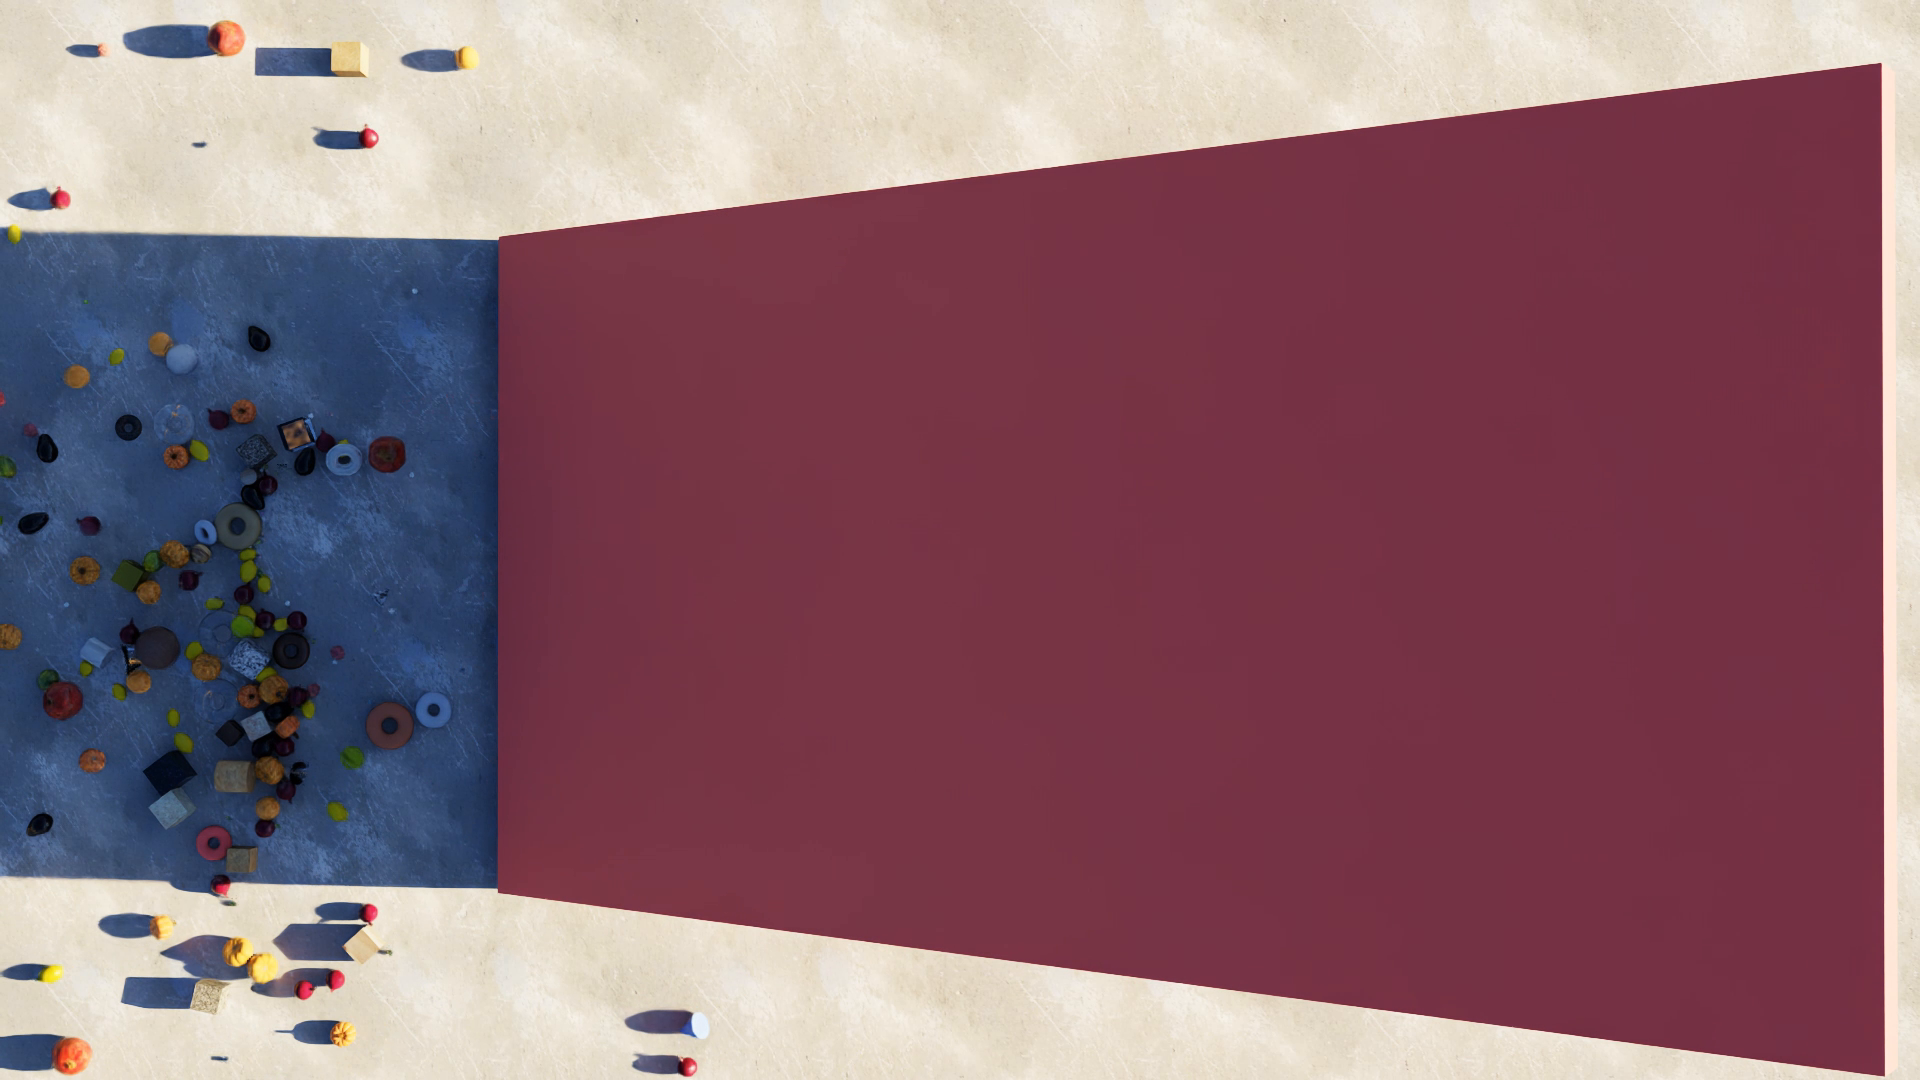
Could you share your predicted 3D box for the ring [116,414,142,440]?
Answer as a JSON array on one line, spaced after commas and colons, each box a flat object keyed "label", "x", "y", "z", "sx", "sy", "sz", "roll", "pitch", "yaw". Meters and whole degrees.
[{"label": "ring", "x": -2.559, "y": -0.346, "z": 6.769, "sx": 0.081, "sy": 0.027, "sz": 0.081, "roll": 0, "pitch": 88, "yaw": 0}]

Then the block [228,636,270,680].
[{"label": "block", "x": -2.173, "y": 0.361, "z": 6.720, "sx": 0.083, "sy": 0.083, "sz": 0.083, "roll": 40, "pitch": 90, "yaw": -31}]

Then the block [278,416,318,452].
[{"label": "block", "x": -2.030, "y": -0.323, "z": 6.741, "sx": 0.082, "sy": 0.082, "sz": 0.082, "roll": -20, "pitch": 90, "yaw": 0}]

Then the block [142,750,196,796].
[{"label": "block", "x": -2.416, "y": 0.712, "z": 6.726, "sx": 0.096, "sy": 0.096, "sz": 0.096, "roll": -37, "pitch": 90, "yaw": 0}]

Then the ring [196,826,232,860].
[{"label": "ring", "x": -2.291, "y": 0.931, "z": 6.755, "sx": 0.110, "sy": 0.037, "sz": 0.110, "roll": 0, "pitch": 91, "yaw": 0}]

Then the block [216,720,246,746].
[{"label": "block", "x": -2.237, "y": 0.592, "z": 6.747, "sx": 0.057, "sy": 0.057, "sz": 0.057, "roll": 43, "pitch": 90, "yaw": 0}]

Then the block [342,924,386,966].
[{"label": "block", "x": -1.822, "y": 1.240, "z": 6.730, "sx": 0.081, "sy": 0.081, "sz": 0.081, "roll": -43, "pitch": 90, "yaw": 0}]

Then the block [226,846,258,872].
[{"label": "block", "x": -2.199, "y": 0.978, "z": 6.736, "sx": 0.072, "sy": 0.072, "sz": 0.072, "roll": 3, "pitch": 90, "yaw": 0}]

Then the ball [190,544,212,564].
[{"label": "ball", "x": -2.330, "y": 0.043, "z": 6.748, "sx": 0.063, "sy": 0.063, "sz": 0.063, "roll": 0, "pitch": 90, "yaw": 0}]

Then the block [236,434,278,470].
[{"label": "block", "x": -2.157, "y": -0.270, "z": 6.743, "sx": 0.077, "sy": 0.077, "sz": 0.077, "roll": -38, "pitch": 90, "yaw": 0}]

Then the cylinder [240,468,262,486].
[{"label": "cylinder", "x": -2.177, "y": -0.194, "z": 6.756, "sx": 0.051, "sy": 0.051, "sz": 0.051, "roll": 0, "pitch": 90, "yaw": 0}]

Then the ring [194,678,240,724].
[{"label": "ring", "x": -2.281, "y": 0.495, "z": 6.752, "sx": 0.144, "sy": 0.048, "sz": 0.144, "roll": 0, "pitch": 91, "yaw": 0}]

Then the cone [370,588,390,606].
[{"label": "cone", "x": -1.774, "y": 0.167, "z": 6.766, "sx": 0.056, "sy": 0.056, "sz": 0.056, "roll": 40, "pitch": 62, "yaw": 0}]

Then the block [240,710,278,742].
[{"label": "block", "x": -2.146, "y": 0.568, "z": 6.740, "sx": 0.071, "sy": 0.071, "sz": 0.071, "roll": -27, "pitch": 90, "yaw": 0}]

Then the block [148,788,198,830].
[{"label": "block", "x": -2.408, "y": 0.821, "z": 6.730, "sx": 0.086, "sy": 0.086, "sz": 0.086, "roll": -38, "pitch": 90, "yaw": 0}]

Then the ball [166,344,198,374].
[{"label": "ball", "x": -2.382, "y": -0.554, "z": 6.736, "sx": 0.095, "sy": 0.095, "sz": 0.095, "roll": 0, "pitch": 90, "yaw": 0}]

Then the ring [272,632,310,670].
[{"label": "ring", "x": -2.055, "y": 0.341, "z": 6.758, "sx": 0.115, "sy": 0.038, "sz": 0.115, "roll": 0, "pitch": 88, "yaw": 1}]

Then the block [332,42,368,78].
[{"label": "block", "x": -1.871, "y": -1.474, "z": 6.746, "sx": 0.088, "sy": 0.088, "sz": 0.088, "roll": 1, "pitch": 90, "yaw": 0}]

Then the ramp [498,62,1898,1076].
[{"label": "ramp", "x": 0.237, "y": 0.066, "z": 5.558, "sx": 4.000, "sy": 0.100, "sz": 2.000, "roll": 0, "pitch": 89, "yaw": 36}]

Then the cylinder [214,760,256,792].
[{"label": "cylinder", "x": -2.215, "y": 0.722, "z": 6.725, "sx": 0.098, "sy": 0.098, "sz": 0.098, "roll": 3, "pitch": 90, "yaw": 0}]

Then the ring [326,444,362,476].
[{"label": "ring", "x": -1.888, "y": -0.246, "z": 6.743, "sx": 0.110, "sy": 0.037, "sz": 0.110, "roll": -10, "pitch": 123, "yaw": -15}]

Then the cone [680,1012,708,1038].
[{"label": "cone", "x": -0.830, "y": 1.499, "z": 6.750, "sx": 0.083, "sy": 0.083, "sz": 0.083, "roll": -20, "pitch": 90, "yaw": 26}]

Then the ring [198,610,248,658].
[{"label": "ring", "x": -2.264, "y": 0.288, "z": 6.752, "sx": 0.150, "sy": 0.050, "sz": 0.150, "roll": 0, "pitch": 91, "yaw": -3}]

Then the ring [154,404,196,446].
[{"label": "ring", "x": -2.415, "y": -0.355, "z": 6.761, "sx": 0.131, "sy": 0.044, "sz": 0.131, "roll": 0, "pitch": 90, "yaw": -1}]

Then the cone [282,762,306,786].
[{"label": "cone", "x": -2.061, "y": 0.711, "z": 6.758, "sx": 0.073, "sy": 0.073, "sz": 0.073, "roll": 7, "pitch": 90, "yaw": 27}]

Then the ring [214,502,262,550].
[{"label": "ring", "x": -2.219, "y": -0.042, "z": 6.755, "sx": 0.148, "sy": 0.049, "sz": 0.148, "roll": 0, "pitch": 88, "yaw": 3}]

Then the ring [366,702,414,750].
[{"label": "ring", "x": -1.751, "y": 0.570, "z": 6.751, "sx": 0.148, "sy": 0.049, "sz": 0.148, "roll": 0, "pitch": 91, "yaw": -1}]

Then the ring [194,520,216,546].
[{"label": "ring", "x": -2.316, "y": -0.022, "z": 6.751, "sx": 0.084, "sy": 0.028, "sz": 0.084, "roll": 11, "pitch": 114, "yaw": 25}]

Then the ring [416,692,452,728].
[{"label": "ring", "x": -1.616, "y": 0.522, "z": 6.757, "sx": 0.114, "sy": 0.038, "sz": 0.114, "roll": 0, "pitch": 89, "yaw": 1}]

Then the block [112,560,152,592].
[{"label": "block", "x": -2.540, "y": 0.110, "z": 6.742, "sx": 0.073, "sy": 0.073, "sz": 0.073, "roll": 31, "pitch": 90, "yaw": 0}]

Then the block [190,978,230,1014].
[{"label": "block", "x": -2.292, "y": 1.396, "z": 6.728, "sx": 0.082, "sy": 0.082, "sz": 0.082, "roll": 13, "pitch": 90, "yaw": 0}]
